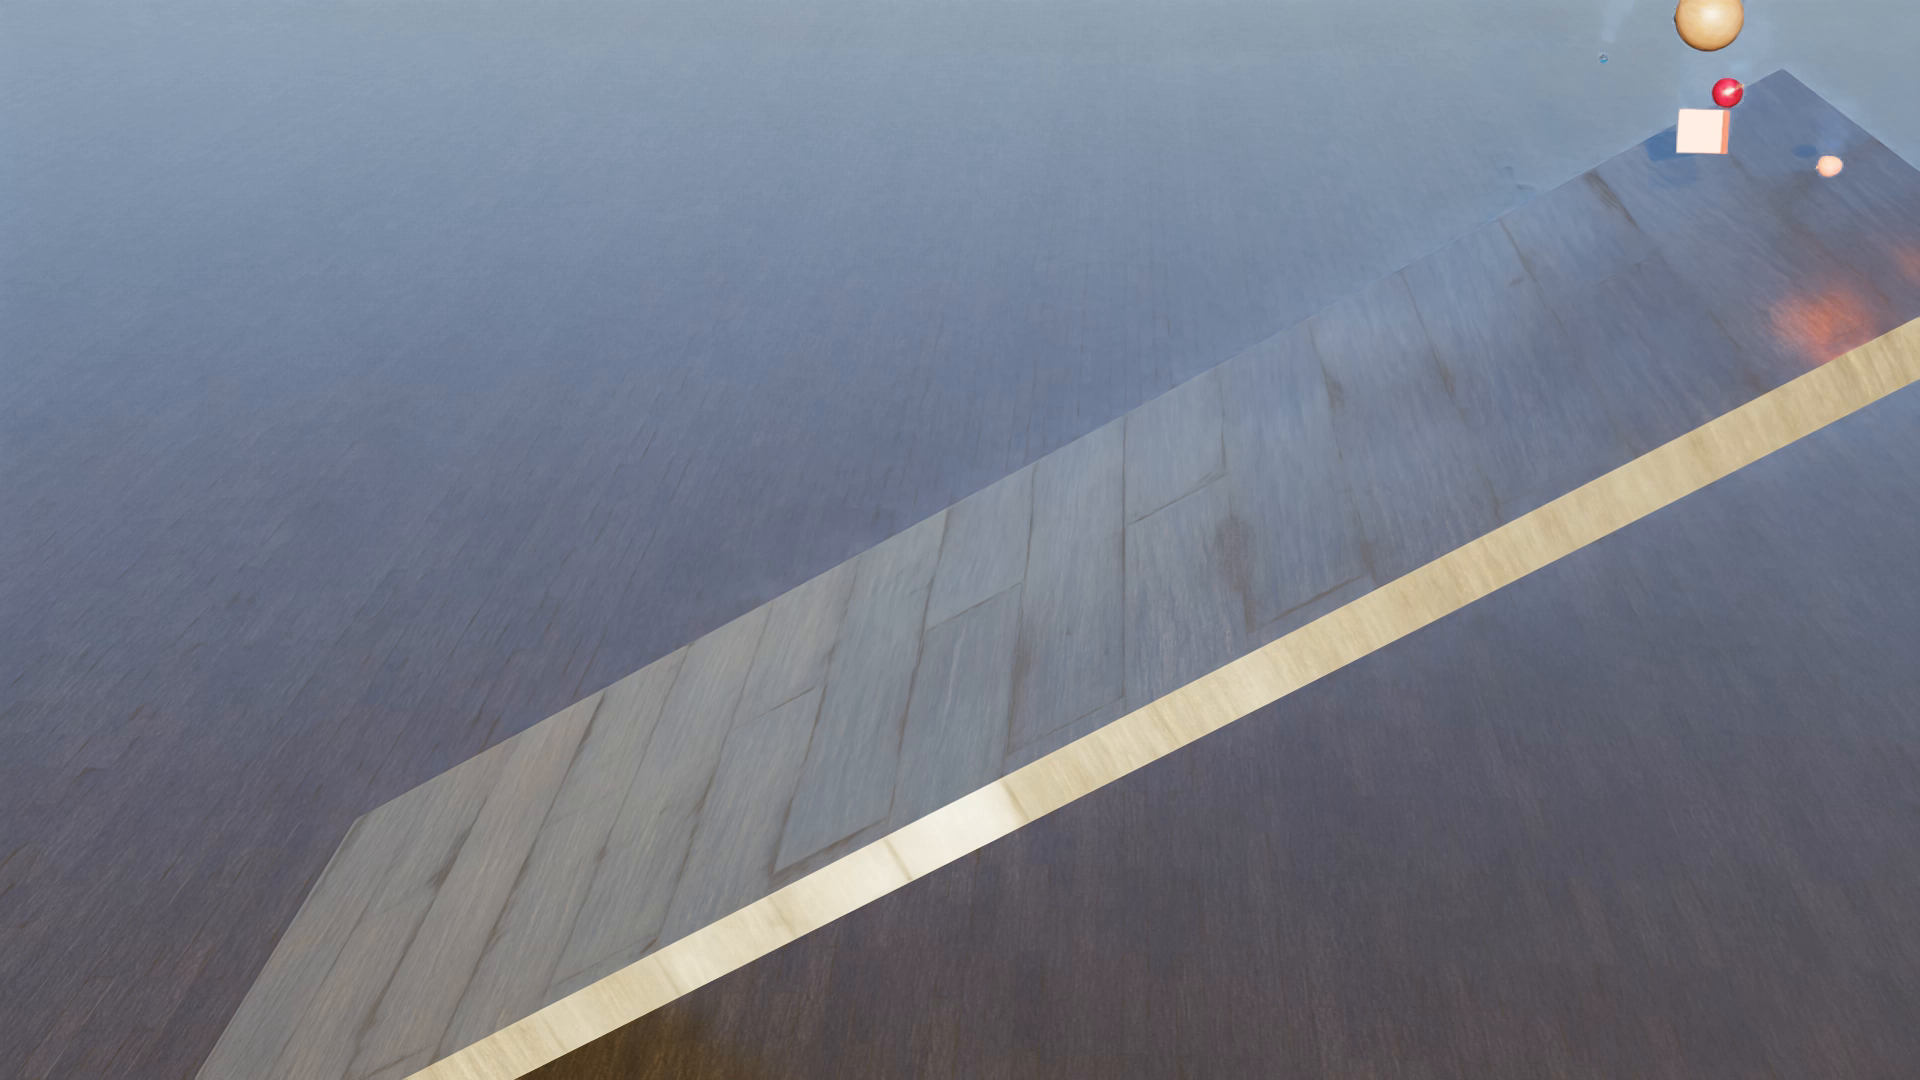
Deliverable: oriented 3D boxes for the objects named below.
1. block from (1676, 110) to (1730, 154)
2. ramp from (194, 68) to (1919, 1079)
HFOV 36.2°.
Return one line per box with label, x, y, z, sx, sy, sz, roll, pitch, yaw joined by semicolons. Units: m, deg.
block;1.483;-0.815;5.868;0.085;0.085;0.085;5;8;23
ramp;0.142;0.167;6.283;4.000;0.100;2.000;-28;15;11
